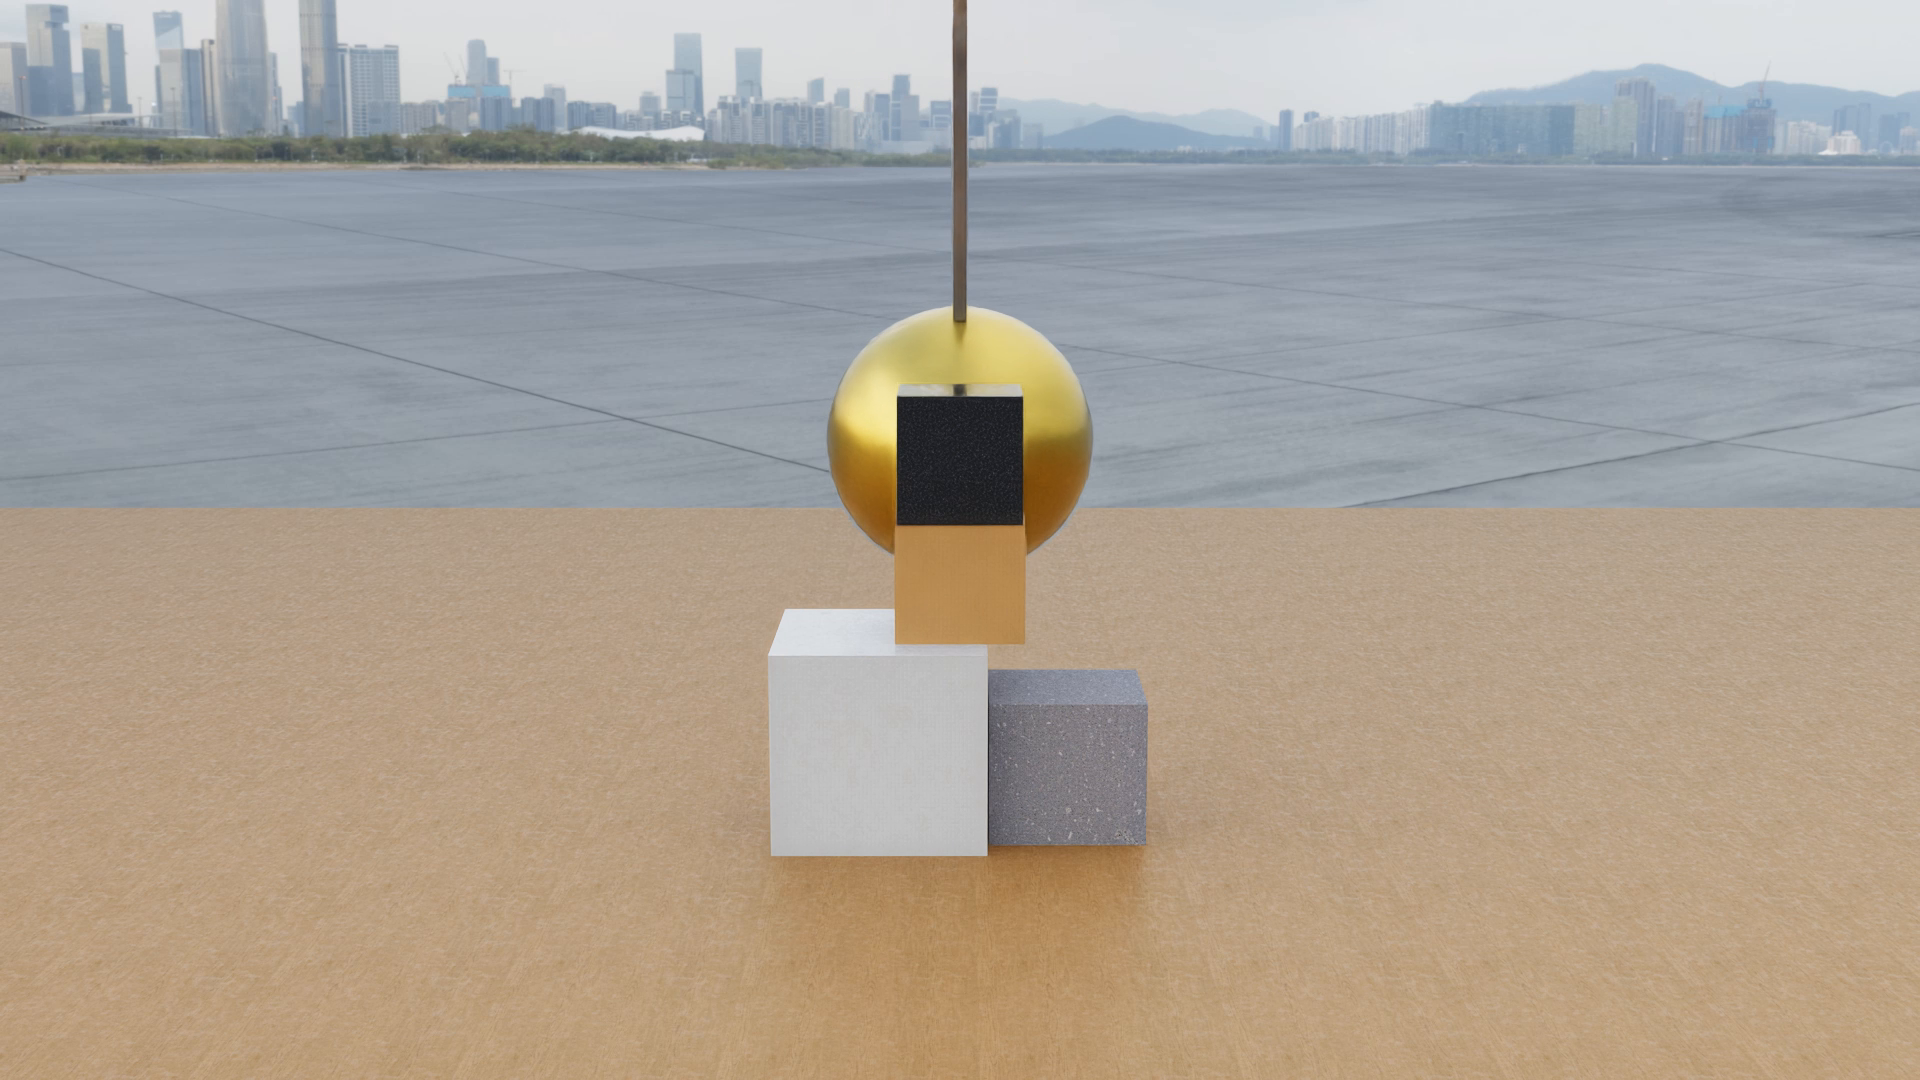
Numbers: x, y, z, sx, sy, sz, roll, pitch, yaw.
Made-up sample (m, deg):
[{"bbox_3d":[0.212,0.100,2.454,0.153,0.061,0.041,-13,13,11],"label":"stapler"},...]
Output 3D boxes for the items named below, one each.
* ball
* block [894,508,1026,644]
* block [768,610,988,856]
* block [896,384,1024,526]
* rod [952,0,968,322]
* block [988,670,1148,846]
[{"bbox_3d":[0.000,-0.598,13.180,1.600,1.600,1.600,0,10,0],"label":"ball"},{"bbox_3d":[0.000,0.170,11.220,0.651,0.606,0.591,0,10,0],"label":"block"},{"bbox_3d":[-0.401,0.971,11.370,1.074,1.022,1.083,0,10,0],"label":"block"},{"bbox_3d":[0.000,-0.439,11.090,0.621,0.639,0.577,0,10,0],"label":"block"},{"bbox_3d":[0.000,-3.527,11.453,0.080,5.200,0.080,0,31,0],"label":"rod"},{"bbox_3d":[0.542,1.114,11.397,0.793,0.731,0.740,0,10,0],"label":"block"}]
